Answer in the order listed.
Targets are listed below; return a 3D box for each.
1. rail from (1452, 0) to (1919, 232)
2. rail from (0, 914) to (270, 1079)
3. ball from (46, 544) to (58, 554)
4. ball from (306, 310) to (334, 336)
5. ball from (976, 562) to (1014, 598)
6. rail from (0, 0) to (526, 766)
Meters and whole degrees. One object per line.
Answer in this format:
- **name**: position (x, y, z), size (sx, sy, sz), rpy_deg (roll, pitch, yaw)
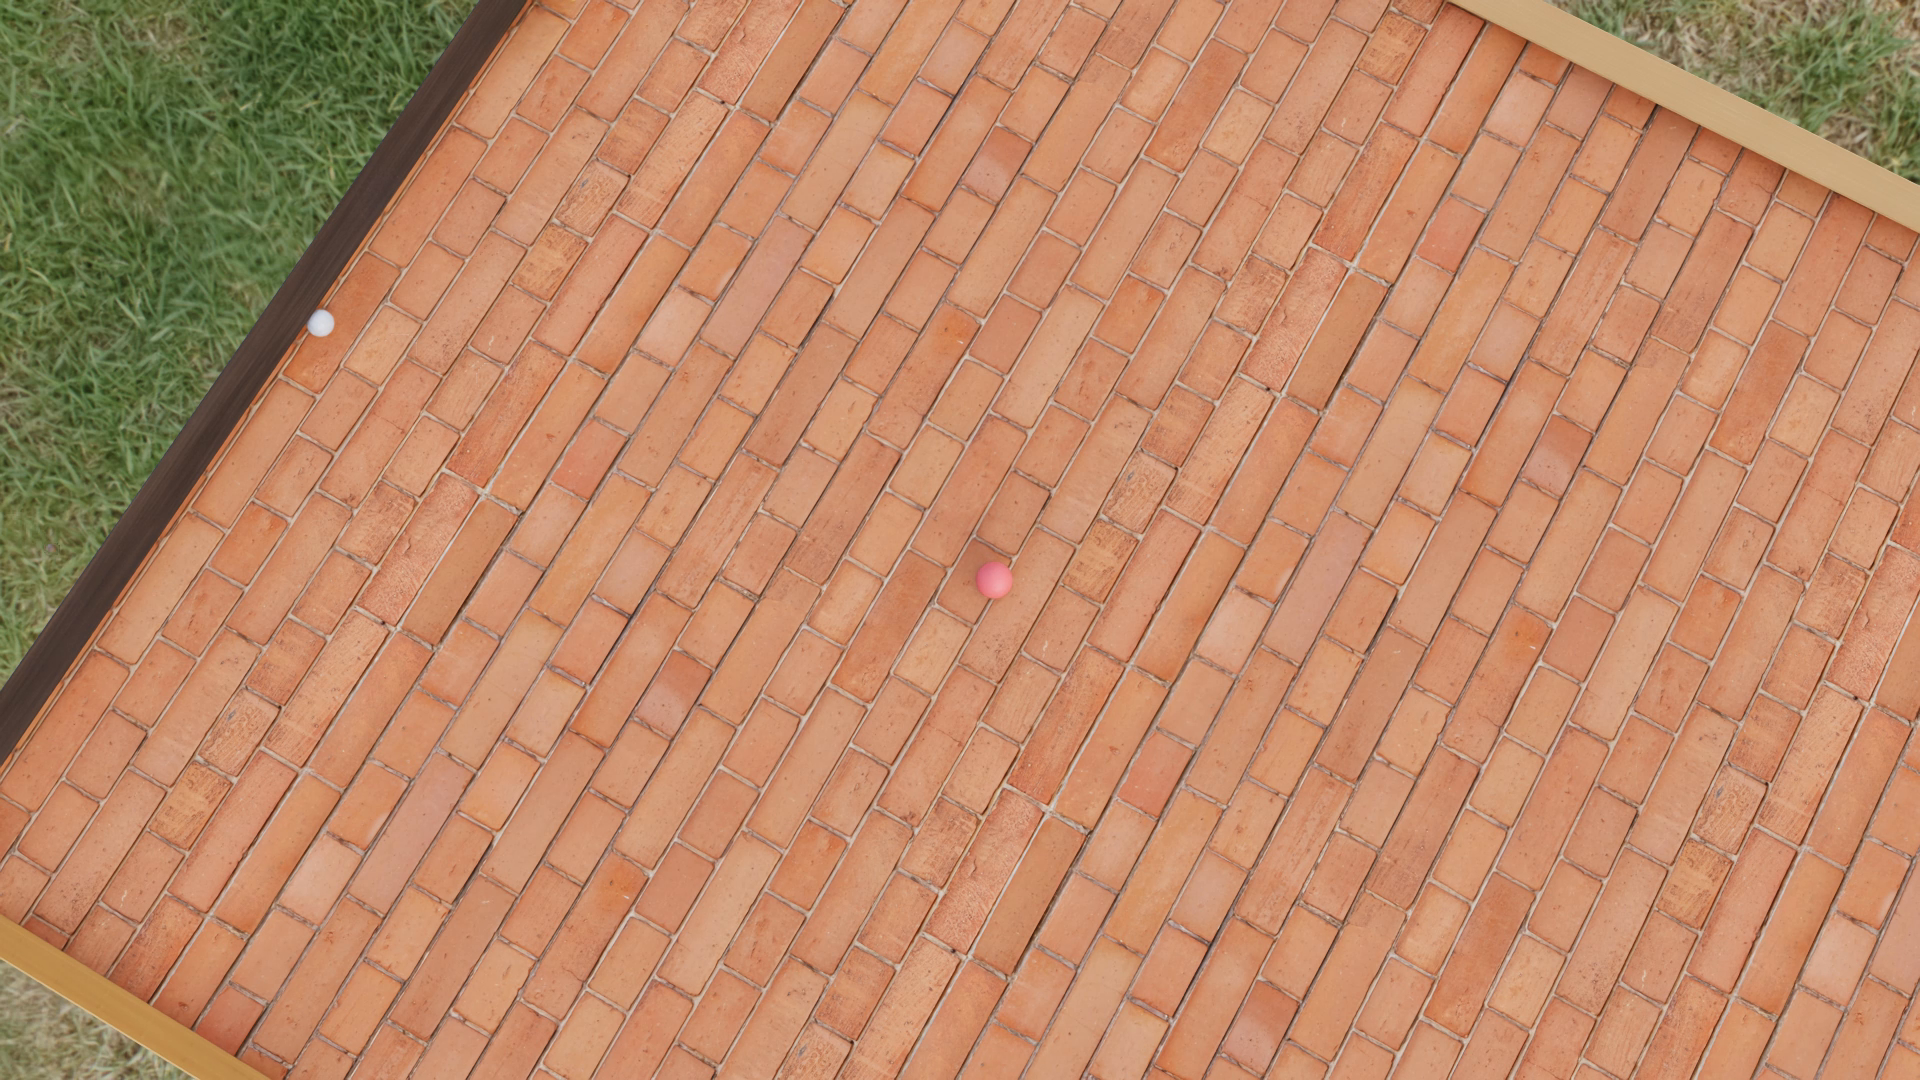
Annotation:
- **rail**: position (1.555, -0.489, 3.472), size (4.422, 0.092, 0.045), rpy_deg (29, 77, 7)
- **rail**: position (0.368, 1.531, 2.923), size (4.422, 0.092, 0.045), rpy_deg (29, 77, 7)
- **ball**: position (-6.333, 0.060, 15.337), size (0.071, 0.071, 0.071), rpy_deg (0, 75, 0)
- **ball**: position (-1.006, -0.341, 3.458), size (0.044, 0.044, 0.044), rpy_deg (0, 75, 0)
- **ball**: position (0.052, 0.061, 3.342), size (0.057, 0.057, 0.057), rpy_deg (0, 75, 0)
- **rail**: position (-0.941, -0.520, 3.481), size (0.045, 0.092, 2.453), rpy_deg (29, 77, 7)
